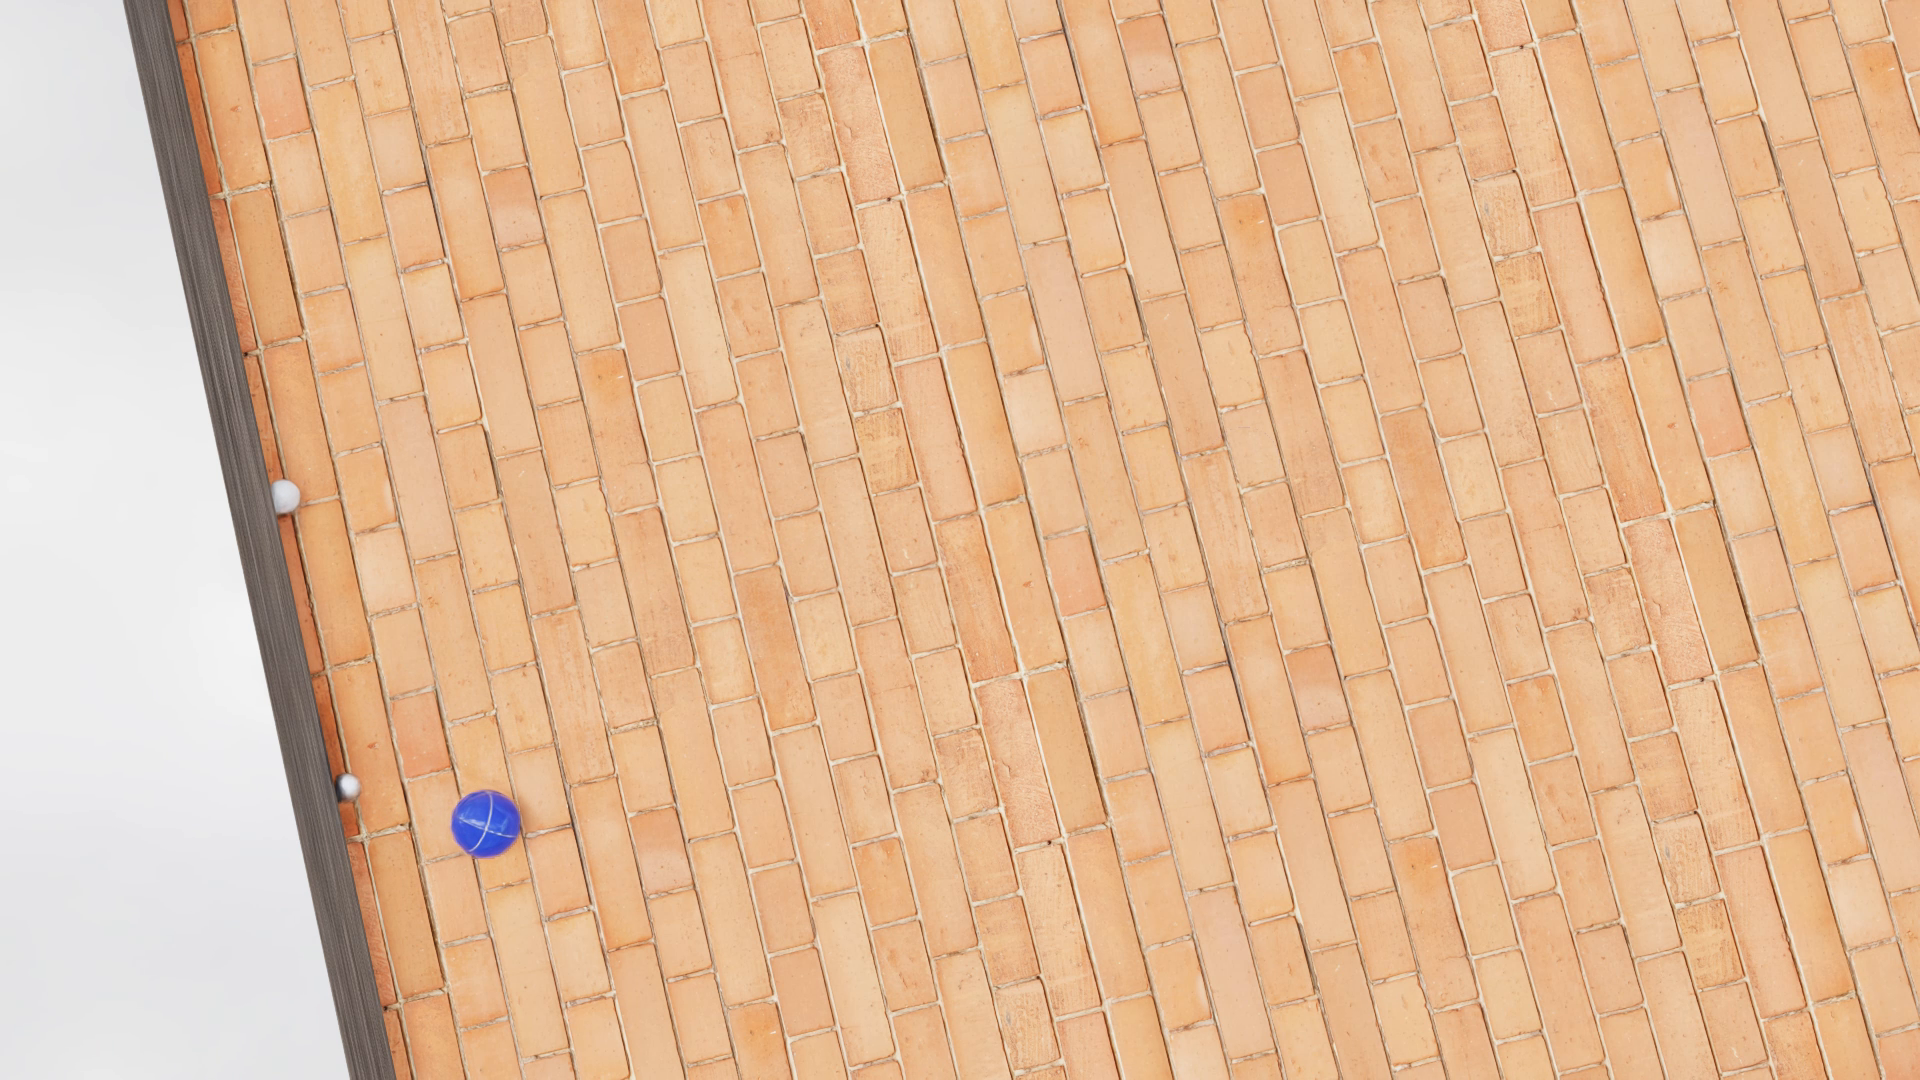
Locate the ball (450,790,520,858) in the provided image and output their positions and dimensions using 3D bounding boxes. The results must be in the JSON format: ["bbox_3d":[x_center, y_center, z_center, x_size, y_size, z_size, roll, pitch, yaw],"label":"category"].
[{"bbox_3d":[-0.690,0.411,3.193,0.099,0.099,0.099,0,83,0],"label":"ball"}]

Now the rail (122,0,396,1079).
[{"bbox_3d":[-0.961,0.231,3.198,0.045,0.129,2.299,-14,84,-2],"label":"rail"}]

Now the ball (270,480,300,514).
[{"bbox_3d":[-1.008,-0.064,3.273,0.050,0.050,0.050,0,83,0],"label":"ball"}]

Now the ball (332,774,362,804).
[{"bbox_3d":[-0.900,0.366,3.226,0.044,0.044,0.044,0,83,0],"label":"ball"}]
